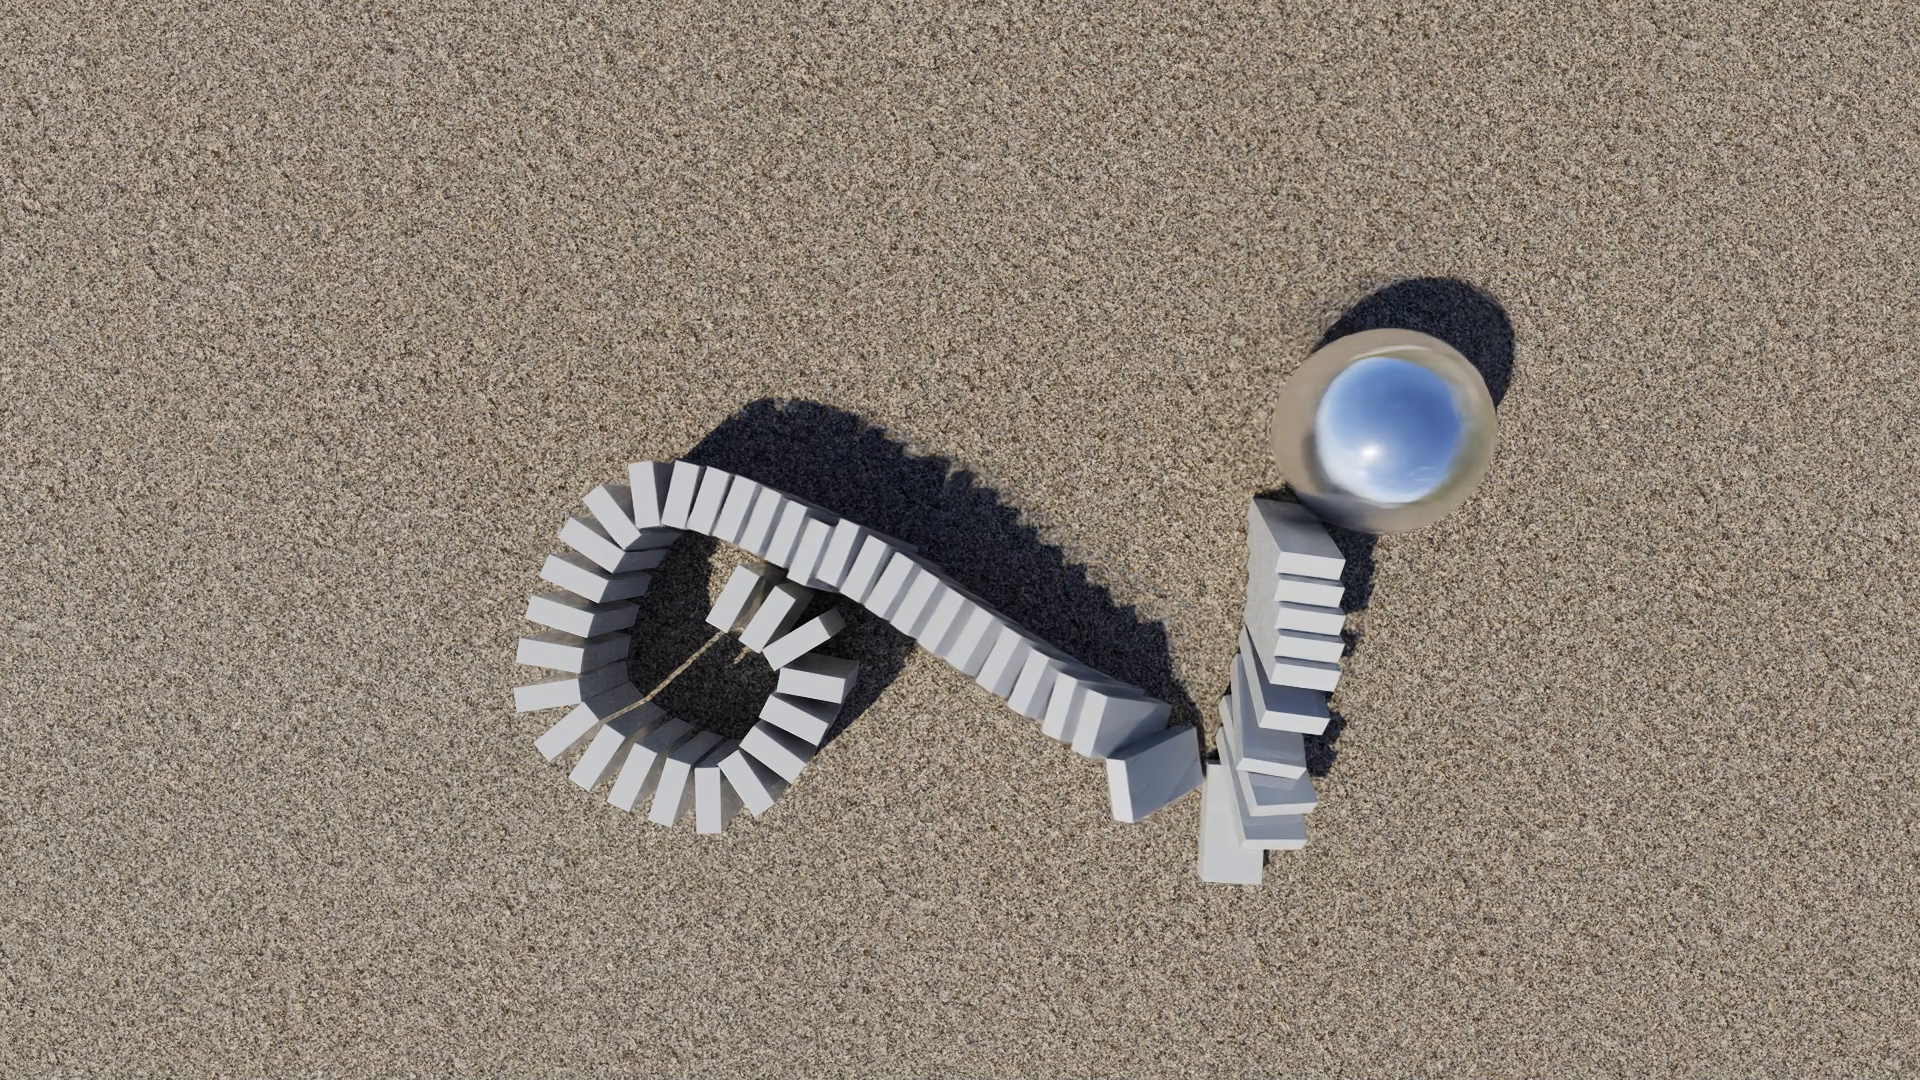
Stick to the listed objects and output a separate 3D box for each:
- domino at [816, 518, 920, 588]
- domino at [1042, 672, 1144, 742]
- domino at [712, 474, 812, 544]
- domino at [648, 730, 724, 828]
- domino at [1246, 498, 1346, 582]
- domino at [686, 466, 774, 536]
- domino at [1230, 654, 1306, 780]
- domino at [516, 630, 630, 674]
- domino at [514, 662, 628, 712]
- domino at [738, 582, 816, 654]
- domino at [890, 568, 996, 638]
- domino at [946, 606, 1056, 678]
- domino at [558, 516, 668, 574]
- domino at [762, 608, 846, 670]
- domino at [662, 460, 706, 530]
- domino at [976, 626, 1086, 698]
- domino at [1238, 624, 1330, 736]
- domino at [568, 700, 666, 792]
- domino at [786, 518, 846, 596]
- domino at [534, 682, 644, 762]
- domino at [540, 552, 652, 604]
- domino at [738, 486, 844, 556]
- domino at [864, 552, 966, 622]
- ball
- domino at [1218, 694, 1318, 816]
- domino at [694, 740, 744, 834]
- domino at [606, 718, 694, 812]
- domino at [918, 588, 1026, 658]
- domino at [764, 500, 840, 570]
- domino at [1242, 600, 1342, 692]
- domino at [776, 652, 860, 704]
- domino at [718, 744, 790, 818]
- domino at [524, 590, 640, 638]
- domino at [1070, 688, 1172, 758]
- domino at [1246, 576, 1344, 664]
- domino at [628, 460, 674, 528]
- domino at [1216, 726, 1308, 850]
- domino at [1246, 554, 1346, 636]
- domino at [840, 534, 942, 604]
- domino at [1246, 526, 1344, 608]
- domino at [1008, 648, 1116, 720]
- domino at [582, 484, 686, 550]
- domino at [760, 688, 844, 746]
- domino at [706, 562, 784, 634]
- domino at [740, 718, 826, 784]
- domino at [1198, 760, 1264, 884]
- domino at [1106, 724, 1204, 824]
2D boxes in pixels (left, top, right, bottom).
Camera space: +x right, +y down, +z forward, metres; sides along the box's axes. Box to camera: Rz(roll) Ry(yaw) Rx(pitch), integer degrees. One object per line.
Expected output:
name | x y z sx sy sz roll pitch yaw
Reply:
domino | -0.037 0.009 0.376 0.010 0.050 0.025 22 90 27
domino | 0.056 0.070 0.379 0.010 0.050 0.025 16 90 45
domino | -0.080 -0.009 0.375 0.010 0.050 0.025 22 90 17
domino | -0.111 0.096 0.375 0.009 0.050 0.025 17 90 0
domino | 0.137 -0.001 0.376 0.025 0.050 0.010 8 117 0
domino | -0.092 -0.013 0.375 0.009 0.050 0.025 19 90 11
domino | 0.127 0.072 0.380 0.025 0.010 0.050 9 49 2
domino | -0.157 0.044 0.375 0.025 0.050 0.009 9 90 0
domino | -0.158 0.059 0.375 0.025 0.050 0.010 -9 90 0
domino | -0.074 0.030 0.375 0.010 0.050 0.025 35 90 0
domino | -0.006 0.031 0.377 0.010 0.050 0.025 31 90 33
domino | 0.018 0.047 0.378 0.010 0.050 0.025 31 90 41
domino | -0.140 0.001 0.375 0.025 0.050 0.010 33 91 0
domino | -0.063 0.040 0.375 0.025 0.050 0.009 -31 90 0
domino | -0.104 -0.017 0.375 0.009 0.050 0.025 13 90 6
domino | 0.030 0.055 0.379 0.009 0.050 0.025 28 90 43
domino | 0.132 0.056 0.377 0.025 0.050 0.009 7 127 0
domino | -0.139 0.083 0.375 0.009 0.050 0.025 34 90 0
domino | -0.048 0.009 0.376 0.010 0.050 0.025 22 90 27
domino | -0.150 0.073 0.375 0.025 0.050 0.010 -39 90 0
domino | -0.148 0.015 0.375 0.025 0.050 0.009 24 90 0
domino | -0.068 -0.004 0.375 0.010 0.050 0.025 22 90 23
domino | -0.017 0.023 0.376 0.010 0.050 0.025 31 90 28
ball | 0.164 -0.042 0.360 0.080 0.080 0.080 0 90 0
domino | 0.127 0.088 0.379 0.025 0.010 0.050 -2 50 -4
domino | -0.096 0.100 0.375 0.010 0.050 0.025 -2 90 0
domino | -0.125 0.091 0.375 0.010 0.050 0.025 26 90 0
domino | 0.006 0.039 0.377 0.010 0.050 0.025 31 90 38
domino | -0.057 0.002 0.376 0.009 0.050 0.025 22 90 27
domino | 0.135 0.042 0.376 0.025 0.050 0.009 8 117 0
domino | -0.057 0.056 0.375 0.025 0.050 0.009 10 90 0
domino | -0.082 0.093 0.375 0.010 0.050 0.025 -35 90 0
domino | -0.153 0.029 0.375 0.025 0.050 0.009 17 90 0
domino | 0.068 0.077 0.379 0.010 0.050 0.025 16 90 45
domino | 0.136 0.031 0.376 0.025 0.050 0.010 8 117 0
domino | -0.119 -0.018 0.375 0.010 0.050 0.025 -7 90 4
domino | 0.124 0.102 0.380 0.025 0.009 0.050 1 49 -2
domino | 0.137 0.020 0.376 0.025 0.050 0.010 8 117 0
domino | -0.027 0.016 0.376 0.009 0.050 0.025 27 90 27
domino | 0.136 0.010 0.376 0.025 0.050 0.010 8 117 0
domino | 0.043 0.063 0.379 0.009 0.050 0.025 24 90 44
domino | -0.132 -0.010 0.375 0.009 0.050 0.025 -39 90 3
domino | -0.064 0.069 0.375 0.025 0.050 0.009 27 90 0
domino | -0.087 0.022 0.375 0.010 0.050 0.025 30 90 0
domino | -0.072 0.082 0.375 0.025 0.050 0.009 36 90 0
domino | 0.117 0.121 0.395 0.025 0.009 0.050 3 90 0
domino | 0.081 0.096 0.379 0.050 0.010 0.025 -10 93 -42
